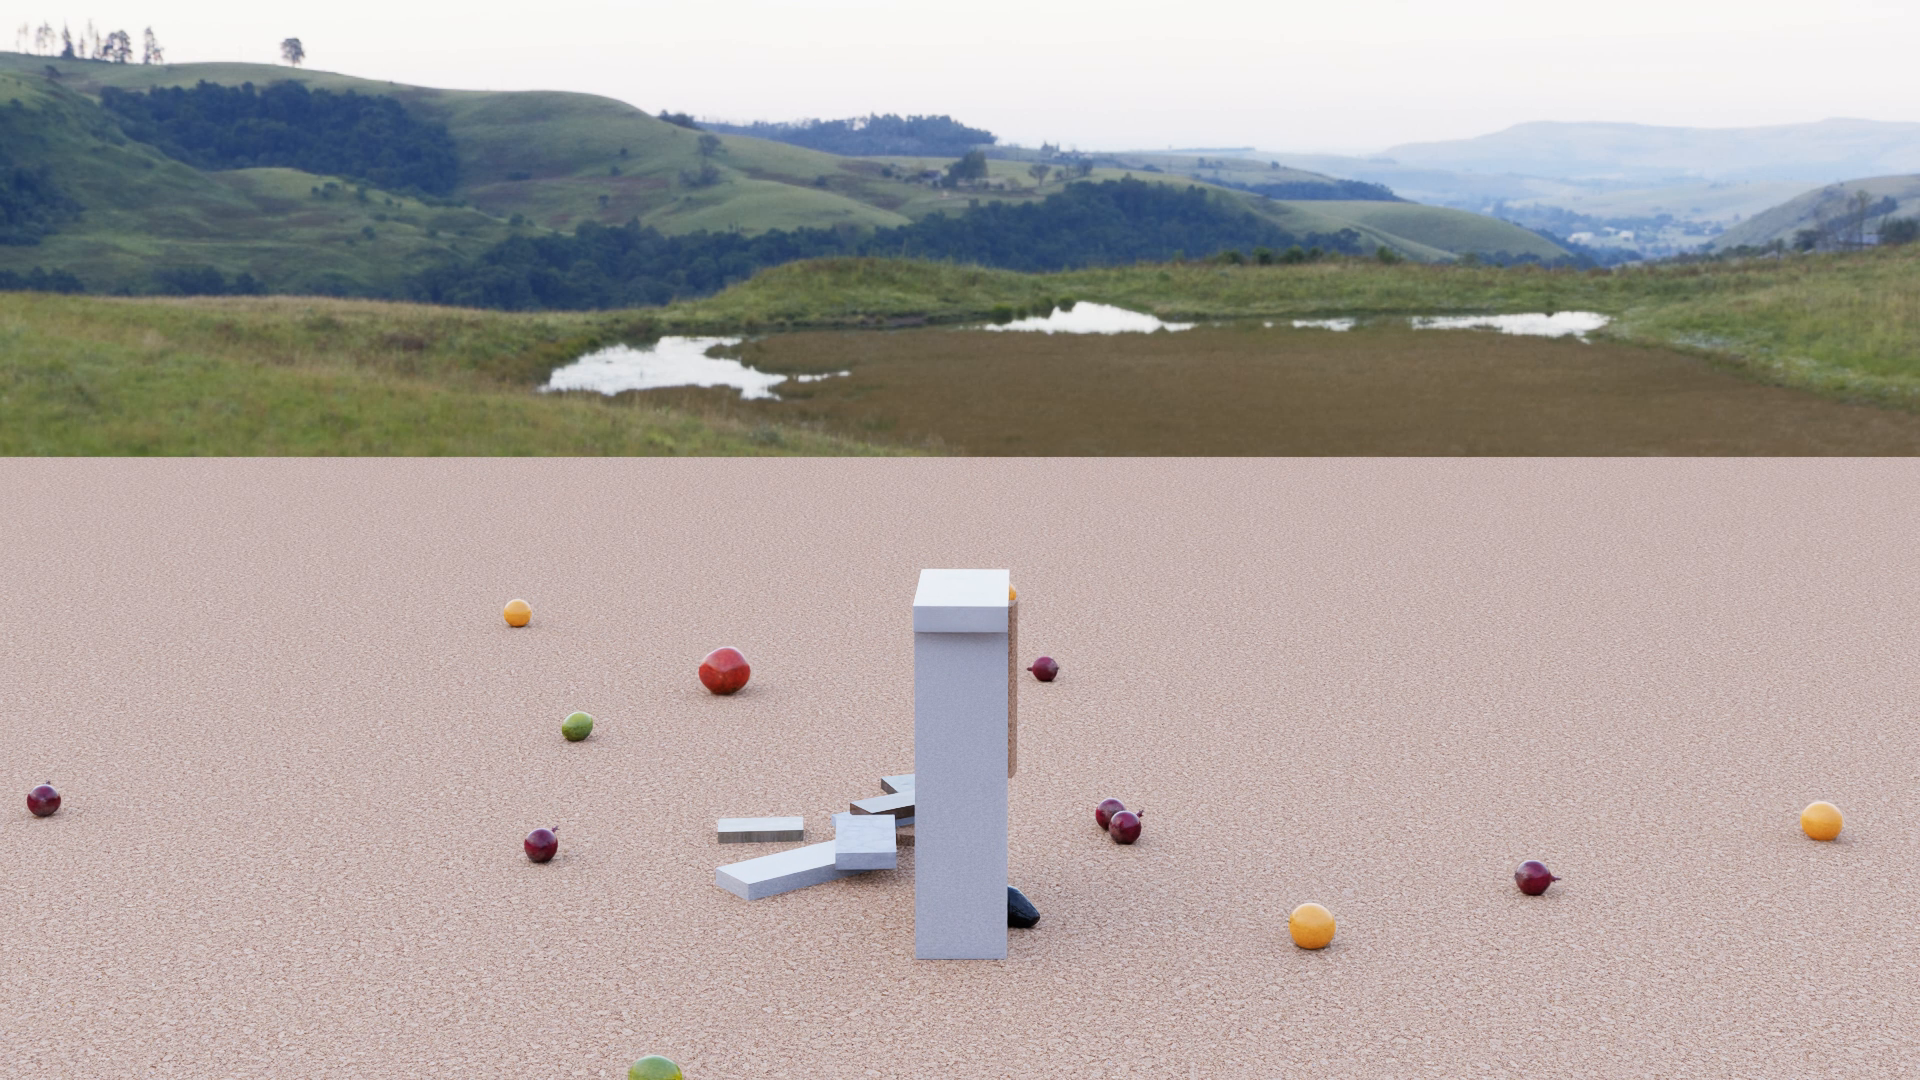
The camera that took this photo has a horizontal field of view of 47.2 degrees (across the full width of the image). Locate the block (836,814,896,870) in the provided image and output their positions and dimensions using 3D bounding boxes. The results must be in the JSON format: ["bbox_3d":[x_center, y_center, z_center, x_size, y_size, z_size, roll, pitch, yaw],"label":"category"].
[{"bbox_3d":[-0.163,0.521,3.801,0.103,0.029,0.206,0,11,-3],"label":"block"}]

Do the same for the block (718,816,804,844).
[{"bbox_3d":[-0.359,0.523,3.969,0.152,0.022,0.076,-1,11,-4],"label":"block"}]

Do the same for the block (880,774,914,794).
[{"bbox_3d":[-0.063,0.494,4.126,0.076,0.022,0.313,-4,11,-20],"label":"block"}]

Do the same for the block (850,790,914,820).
[{"bbox_3d":[-0.114,0.481,3.976,0.152,0.022,0.076,-7,13,-33],"label":"block"}]

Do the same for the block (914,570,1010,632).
[{"bbox_3d":[0.005,0.092,3.406,0.141,0.040,0.282,0,10,2],"label":"block"}]

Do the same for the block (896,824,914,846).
[{"bbox_3d":[-0.102,0.527,3.952,0.141,0.020,0.071,4,11,18],"label":"block"}]

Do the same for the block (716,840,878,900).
[{"bbox_3d":[-0.270,0.559,3.755,0.280,0.029,0.103,-8,13,-37],"label":"block"}]

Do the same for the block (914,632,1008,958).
[{"bbox_3d":[0.002,0.385,3.355,0.141,0.517,0.040,0,9,0],"label":"block"}]

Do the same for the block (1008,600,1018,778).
[{"bbox_3d":[0.019,0.235,3.519,0.141,0.282,0.040,3,11,14],"label":"block"}]

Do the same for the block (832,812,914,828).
[{"bbox_3d":[-0.154,0.503,3.972,0.141,0.020,0.071,-7,13,-33],"label":"block"}]
